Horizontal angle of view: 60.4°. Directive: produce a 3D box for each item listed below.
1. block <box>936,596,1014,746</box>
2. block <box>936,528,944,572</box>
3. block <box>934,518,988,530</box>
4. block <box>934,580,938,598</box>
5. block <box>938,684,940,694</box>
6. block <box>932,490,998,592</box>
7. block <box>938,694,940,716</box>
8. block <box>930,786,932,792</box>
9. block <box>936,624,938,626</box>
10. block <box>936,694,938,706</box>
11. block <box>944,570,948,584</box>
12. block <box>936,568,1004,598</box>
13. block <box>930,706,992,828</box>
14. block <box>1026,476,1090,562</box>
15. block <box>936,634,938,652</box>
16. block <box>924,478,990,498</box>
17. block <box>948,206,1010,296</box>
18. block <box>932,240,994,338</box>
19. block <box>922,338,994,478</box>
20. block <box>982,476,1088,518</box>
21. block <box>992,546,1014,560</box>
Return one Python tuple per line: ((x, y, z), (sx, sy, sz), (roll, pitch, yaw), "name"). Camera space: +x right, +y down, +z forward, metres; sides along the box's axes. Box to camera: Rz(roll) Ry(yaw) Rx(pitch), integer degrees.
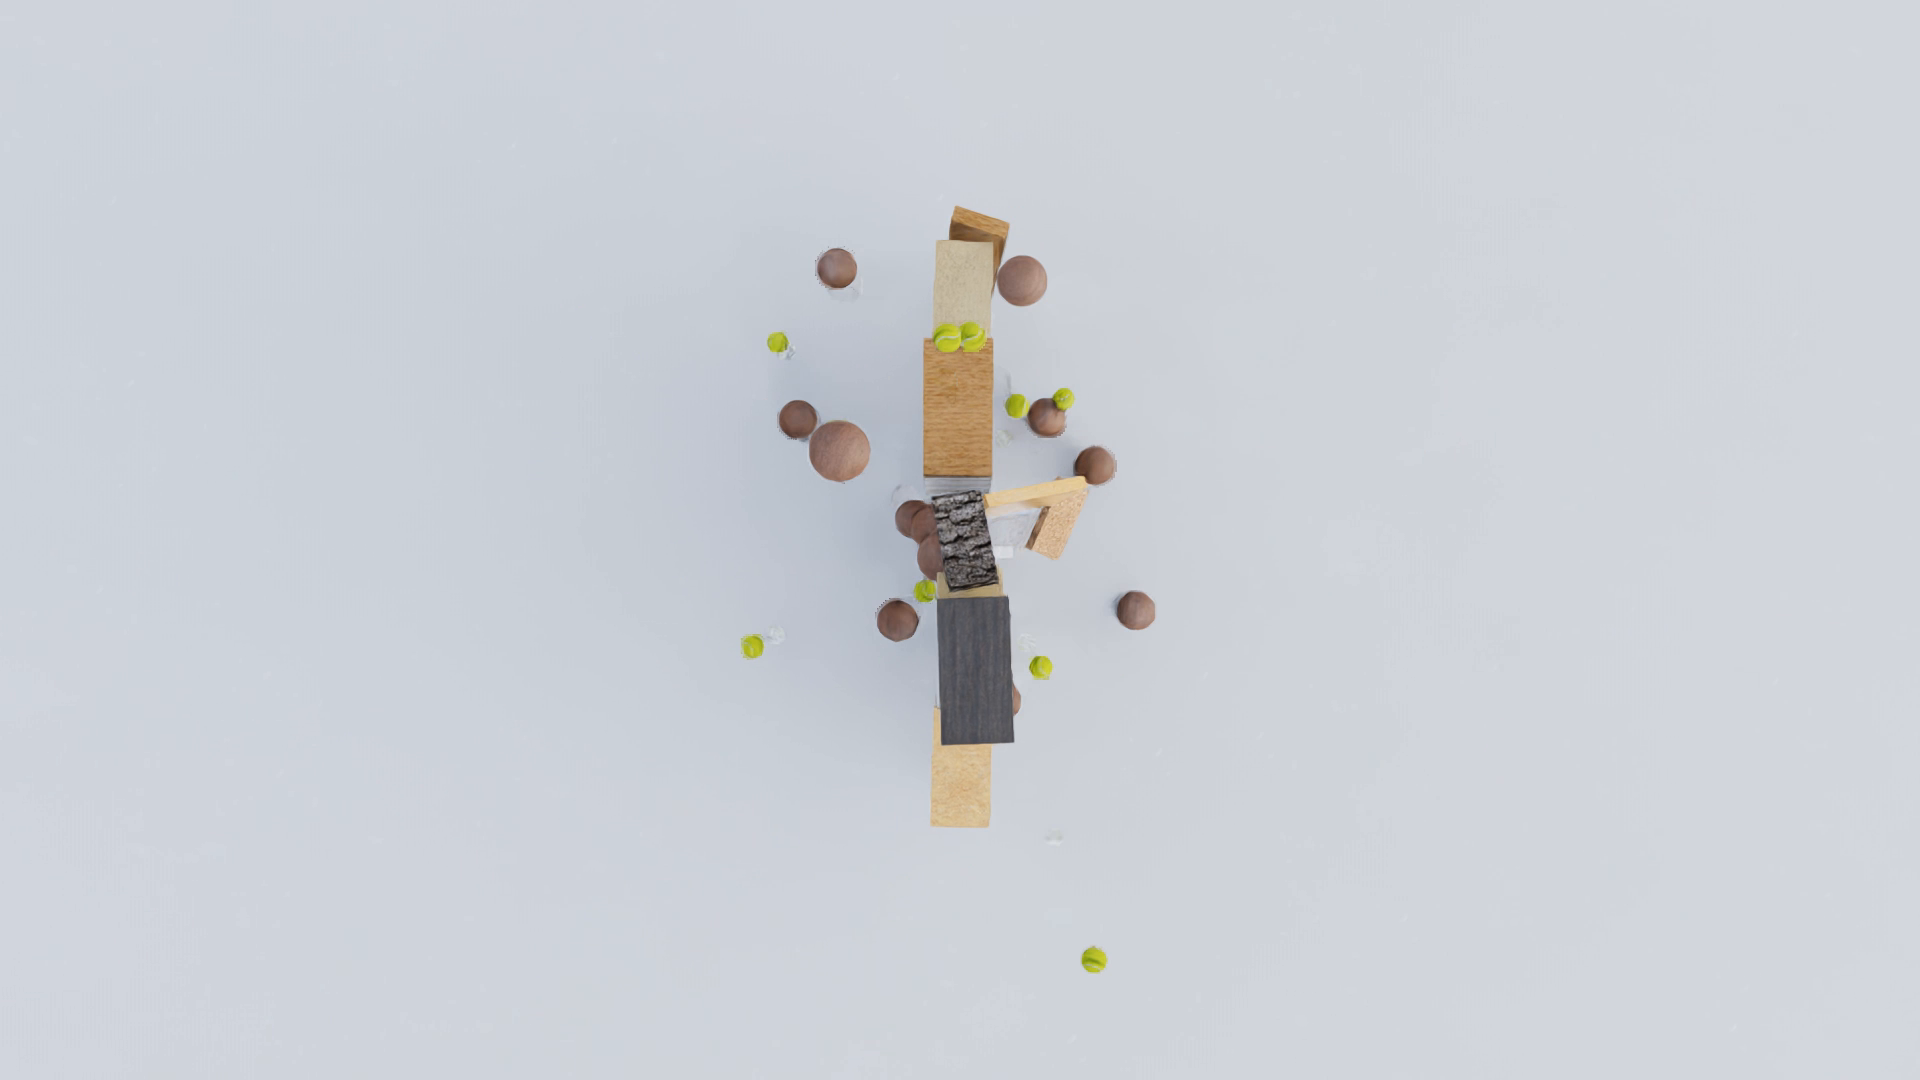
((0.034, 0.295, 3.733), (0.165, 0.047, 0.329), (-2, 90, -2), "block")
((0.006, 0.051, 4.480), (0.138, 0.039, 0.275), (-2, 90, -1), "block")
((0.001, -0.182, 4.796), (0.154, 0.044, 0.308), (-1, 91, 0), "block")
((0.018, 0.129, 4.296), (0.163, 0.327, 0.046), (-3, 91, -1), "block")
((0.002, 0.410, 4.898), (0.139, 0.039, 0.278), (0, 90, -1), "block")
((0.011, 0.001, 3.864), (0.116, 0.033, 0.232), (-9, 67, -4), "block")
((0.034, 0.404, 3.922), (0.165, 0.329, 0.047), (-1, 90, -2), "block")
((-0.002, 0.732, 5.027), (0.163, 0.946, 0.046), (0, 90, 0), "block")
((0.029, 0.183, 3.922), (0.165, 0.329, 0.047), (-2, 90, -2), "block")
((-0.003, 0.504, 5.057), (0.139, 0.278, 0.039), (0, 90, -1), "block")
((0.023, 0.085, 3.970), (0.116, 0.232, 0.033), (-3, 89, -1), "block")
((0.033, 0.239, 4.110), (0.163, 0.046, 0.327), (-4, 90, -2), "block")
((0.004, 0.622, 4.529), (0.163, 0.046, 0.327), (2, 90, -1), "block")
((0.255, -0.056, 4.322), (0.102, 0.029, 0.204), (24, 91, -40), "block")
((-0.001, 0.318, 5.057), (0.139, 0.278, 0.039), (0, 90, -1), "block")
((-0.006, -0.175, 4.321), (0.172, 0.422, 0.049), (0, 81, 0), "block")
((0.035, -0.824, 5.038), (0.160, 0.927, 0.045), (18, 82, 0), "block")
((0.007, -0.663, 4.558), (0.160, 0.045, 0.320), (2, 86, 0), "block")
((-0.005, -0.329, 4.097), (0.172, 0.049, 0.344), (0, 85, 0), "block")
((0.155, -0.101, 4.099), (0.116, 0.372, 0.033), (-28, 79, 44), "block")
((0.052, 0.035, 4.346), (0.102, 0.204, 0.029), (-4, 92, -22), "block")
